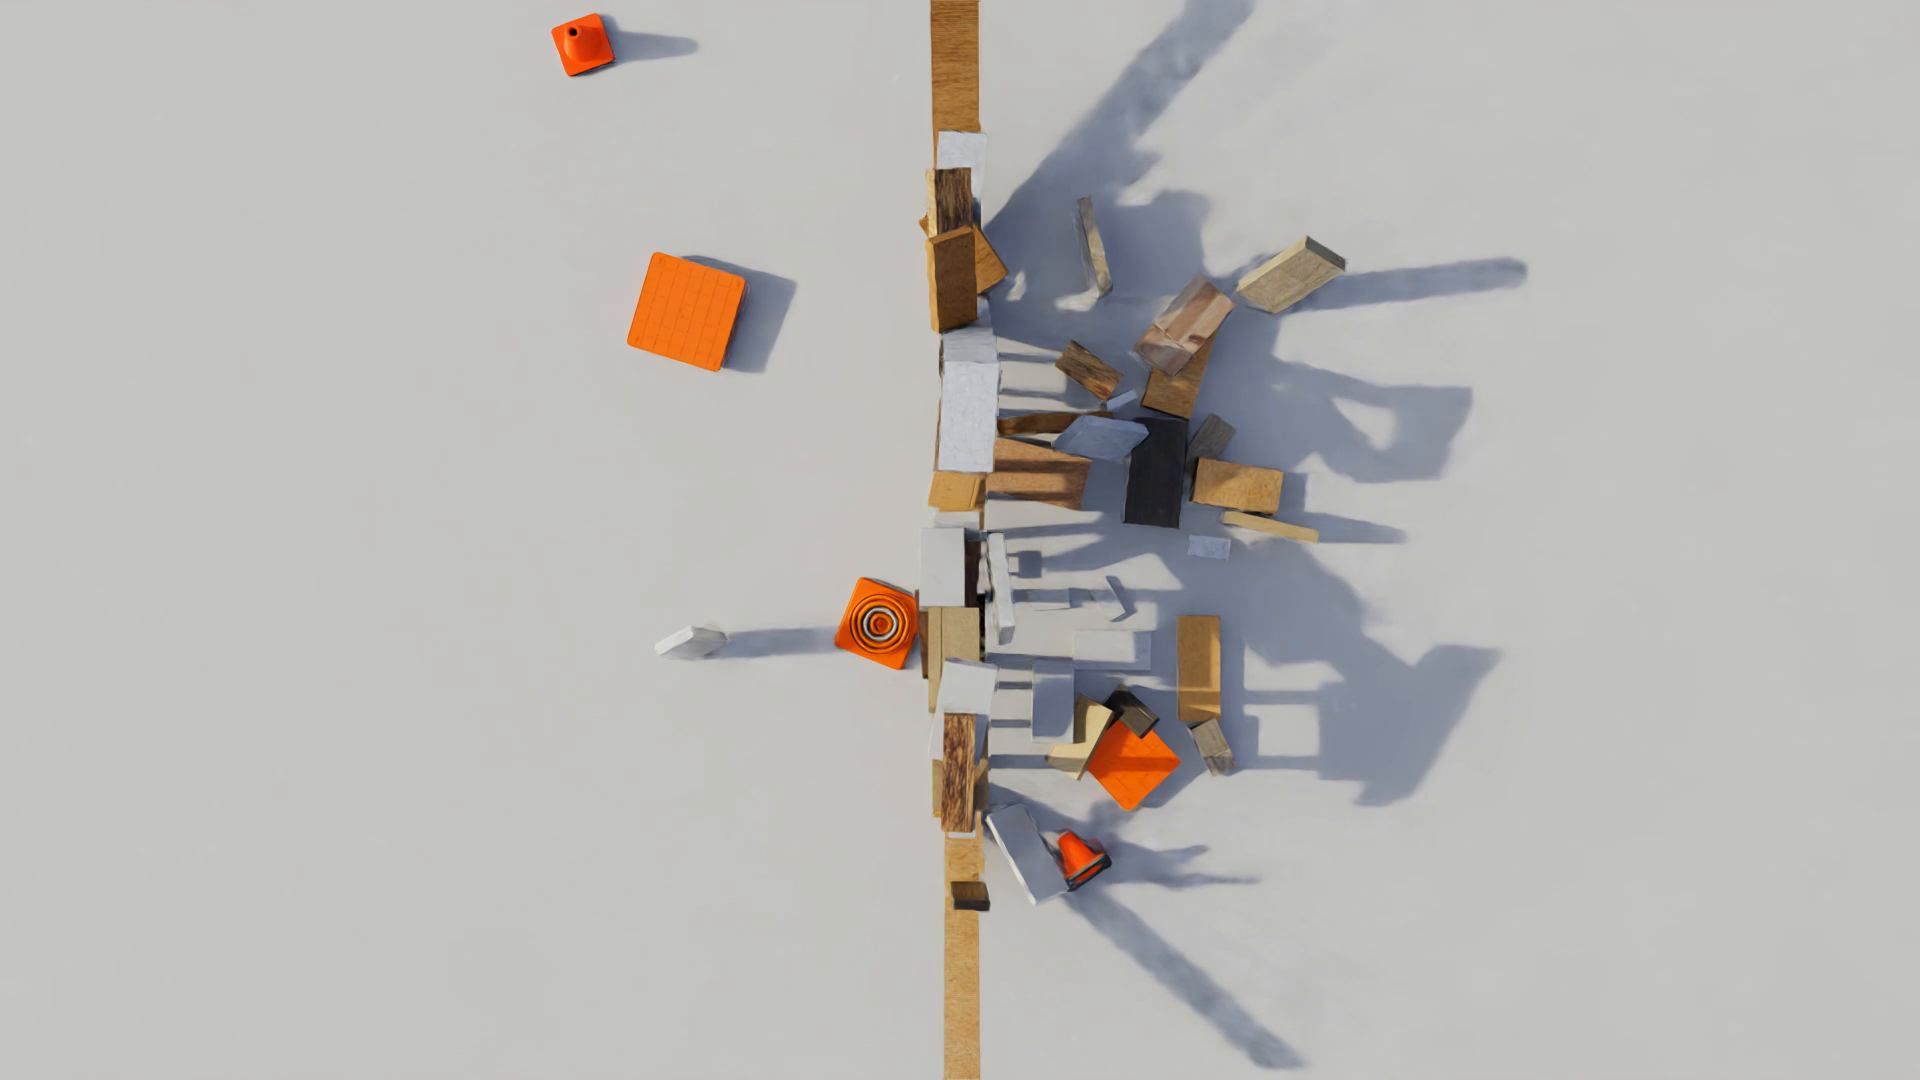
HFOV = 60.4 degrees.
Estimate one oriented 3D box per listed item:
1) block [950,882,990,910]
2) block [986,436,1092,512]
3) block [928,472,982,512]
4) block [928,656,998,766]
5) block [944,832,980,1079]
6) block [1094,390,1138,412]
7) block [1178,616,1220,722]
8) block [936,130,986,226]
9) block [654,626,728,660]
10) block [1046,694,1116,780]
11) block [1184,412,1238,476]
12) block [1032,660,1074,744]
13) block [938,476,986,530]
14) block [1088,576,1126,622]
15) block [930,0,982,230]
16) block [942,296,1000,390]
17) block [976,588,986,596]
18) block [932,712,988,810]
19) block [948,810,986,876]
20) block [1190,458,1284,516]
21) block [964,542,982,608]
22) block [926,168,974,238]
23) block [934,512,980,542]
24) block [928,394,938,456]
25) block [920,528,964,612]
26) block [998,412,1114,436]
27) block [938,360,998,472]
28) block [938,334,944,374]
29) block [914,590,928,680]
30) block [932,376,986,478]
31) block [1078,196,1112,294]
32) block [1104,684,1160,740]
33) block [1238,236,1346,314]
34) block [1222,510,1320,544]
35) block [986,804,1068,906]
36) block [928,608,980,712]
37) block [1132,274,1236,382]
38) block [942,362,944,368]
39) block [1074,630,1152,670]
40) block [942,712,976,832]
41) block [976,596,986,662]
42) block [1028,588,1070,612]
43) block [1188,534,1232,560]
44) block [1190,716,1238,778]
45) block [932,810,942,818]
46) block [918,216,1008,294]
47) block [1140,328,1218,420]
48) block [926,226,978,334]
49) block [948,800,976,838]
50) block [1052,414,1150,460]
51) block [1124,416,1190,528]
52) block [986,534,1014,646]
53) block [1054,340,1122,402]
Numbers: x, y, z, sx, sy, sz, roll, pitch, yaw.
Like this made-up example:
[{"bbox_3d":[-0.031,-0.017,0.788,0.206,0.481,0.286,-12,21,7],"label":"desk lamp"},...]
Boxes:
[{"bbox_3d":[0.032,1.125,5.216,0.111,0.222,0.031,3,93,-3],"label":"block"},{"bbox_3d":[0.243,-0.223,5.475,0.354,0.050,0.177,13,91,0],"label":"block"},{"bbox_3d":[-0.003,-0.229,5.083,0.144,0.041,0.288,9,118,-7],"label":"block"},{"bbox_3d":[0.007,0.502,4.825,0.153,0.043,0.307,10,106,-3],"label":"block"},{"bbox_3d":[0.005,1.309,5.260,0.111,0.031,1.001,0,63,0],"label":"block"},{"bbox_3d":[0.509,-0.451,5.392,0.104,0.208,0.029,-25,93,-4],"label":"block"},{"bbox_3d":[0.794,0.426,5.481,0.135,0.038,0.347,-1,90,0],"label":"block"},{"bbox_3d":[-0.003,-1.161,5.316,0.151,0.043,0.302,4,111,-2],"label":"block"},{"bbox_3d":[-0.870,0.336,5.354,0.135,0.270,0.038,-28,76,10],"label":"block"},{"bbox_3d":[0.398,0.652,5.454,0.127,0.036,0.255,27,90,28],"label":"block"},{"bbox_3d":[0.820,-0.308,5.485,0.104,0.029,0.208,34,90,0],"label":"block"},{"bbox_3d":[0.306,0.536,5.452,0.135,0.038,0.270,1,77,0],"label":"block"},{"bbox_3d":[0.009,-0.221,5.135,0.144,0.041,0.405,0,118,-3],"label":"block"},{"bbox_3d":[0.487,0.197,5.490,0.068,0.019,0.137,-31,90,0],"label":"block"},{"bbox_3d":[-0.013,-1.378,5.277,0.151,0.043,1.115,-1,111,0],"label":"block"},{"bbox_3d":[0.025,-0.623,5.158,0.159,0.664,0.045,-1,119,-2],"label":"block"},{"bbox_3d":[0.000,0.188,5.342,0.158,0.315,0.045,0,91,0],"label":"block"},{"bbox_3d":[0.001,0.636,4.928,0.165,0.047,0.330,0,90,0],"label":"block"},{"bbox_3d":[0.018,0.973,5.311,0.111,0.031,0.222,-5,109,-2],"label":"block"},{"bbox_3d":[0.915,-0.177,5.458,0.292,0.041,0.146,9,89,-8],"label":"block"},{"bbox_3d":[-0.013,0.136,5.134,0.136,0.039,0.273,5,70,2],"label":"block"},{"bbox_3d":[-0.026,-0.944,5.214,0.150,0.042,0.449,-15,108,-38],"label":"block"},{"bbox_3d":[-0.010,0.009,5.238,0.144,0.288,0.041,-1,56,0],"label":"block"},{"bbox_3d":[-0.019,-0.321,5.198,0.140,0.040,0.281,-5,91,0],"label":"block"},{"bbox_3d":[-0.055,0.092,5.077,0.136,0.039,0.273,0,60,0],"label":"block"},{"bbox_3d":[0.310,-0.374,5.316,0.354,0.177,0.050,-6,90,-42],"label":"block"},{"bbox_3d":[0.023,-0.363,4.846,0.159,0.045,0.318,3,98,-6],"label":"block"},{"bbox_3d":[-0.006,-0.636,5.305,0.113,0.418,0.032,-3,120,3],"label":"block"},{"bbox_3d":[-0.059,0.282,5.040,0.136,0.039,0.273,-5,70,-2],"label":"block"},{"bbox_3d":[0.010,-0.351,4.972,0.159,0.045,0.318,7,67,-6],"label":"block"},{"bbox_3d":[0.444,-0.966,5.423,0.042,0.150,0.300,-14,90,5],"label":"block"},{"bbox_3d":[0.564,0.566,5.432,0.091,0.026,0.183,-47,52,-2],"label":"block"},{"bbox_3d":[1.068,-0.852,5.325,0.165,0.330,0.047,25,61,-22],"label":"block"},{"bbox_3d":[1.022,-0.042,5.427,0.292,0.146,0.041,13,90,0],"label":"block"},{"bbox_3d":[0.218,1.023,5.381,0.127,0.036,0.331,-16,59,-26],"label":"block"},{"bbox_3d":[-0.018,0.358,4.941,0.153,0.043,0.324,0,62,0],"label":"block"},{"bbox_3d":[0.737,-0.701,5.420,0.165,0.047,0.330,40,80,4],"label":"block"},{"bbox_3d":[0.009,-0.438,5.104,0.113,0.032,0.225,-3,97,-1],"label":"block"},{"bbox_3d":[0.505,0.365,5.482,0.255,0.036,0.127,1,90,0],"label":"block"},{"bbox_3d":[-0.005,0.684,4.837,0.091,0.026,0.366,2,105,-1],"label":"block"},{"bbox_3d":[-0.001,0.334,5.160,0.158,0.045,0.315,0,89,0],"label":"block"},{"bbox_3d":[0.295,0.197,5.490,0.137,0.019,0.068,-4,90,0],"label":"block"},{"bbox_3d":[0.829,0.024,5.490,0.137,0.019,0.068,8,90,0],"label":"block"},{"bbox_3d":[0.841,0.686,5.467,0.091,0.026,0.183,-25,101,5],"label":"block"},{"bbox_3d":[-0.051,0.842,5.431,0.081,0.161,0.023,-2,131,1],"label":"block"},{"bbox_3d":[0.012,-0.948,5.346,0.150,0.042,0.300,-31,107,15],"label":"block"},{"bbox_3d":[0.730,-0.581,5.477,0.165,0.047,0.330,17,90,0],"label":"block"},{"bbox_3d":[-0.024,-0.805,5.109,0.151,0.043,0.302,-24,129,-28],"label":"block"},{"bbox_3d":[0.004,0.805,4.894,0.081,0.023,0.161,-2,105,0],"label":"block"},{"bbox_3d":[0.458,-0.329,5.331,0.146,0.328,0.041,-43,61,32],"label":"block"},{"bbox_3d":[0.651,-0.222,5.456,0.177,0.050,0.354,6,90,13],"label":"block"},{"bbox_3d":[0.124,0.152,5.091,0.043,0.153,0.307,-5,66,-5],"label":"block"},{"bbox_3d":[0.427,-0.563,5.485,0.208,0.029,0.104,35,90,0],"label":"block"}]
